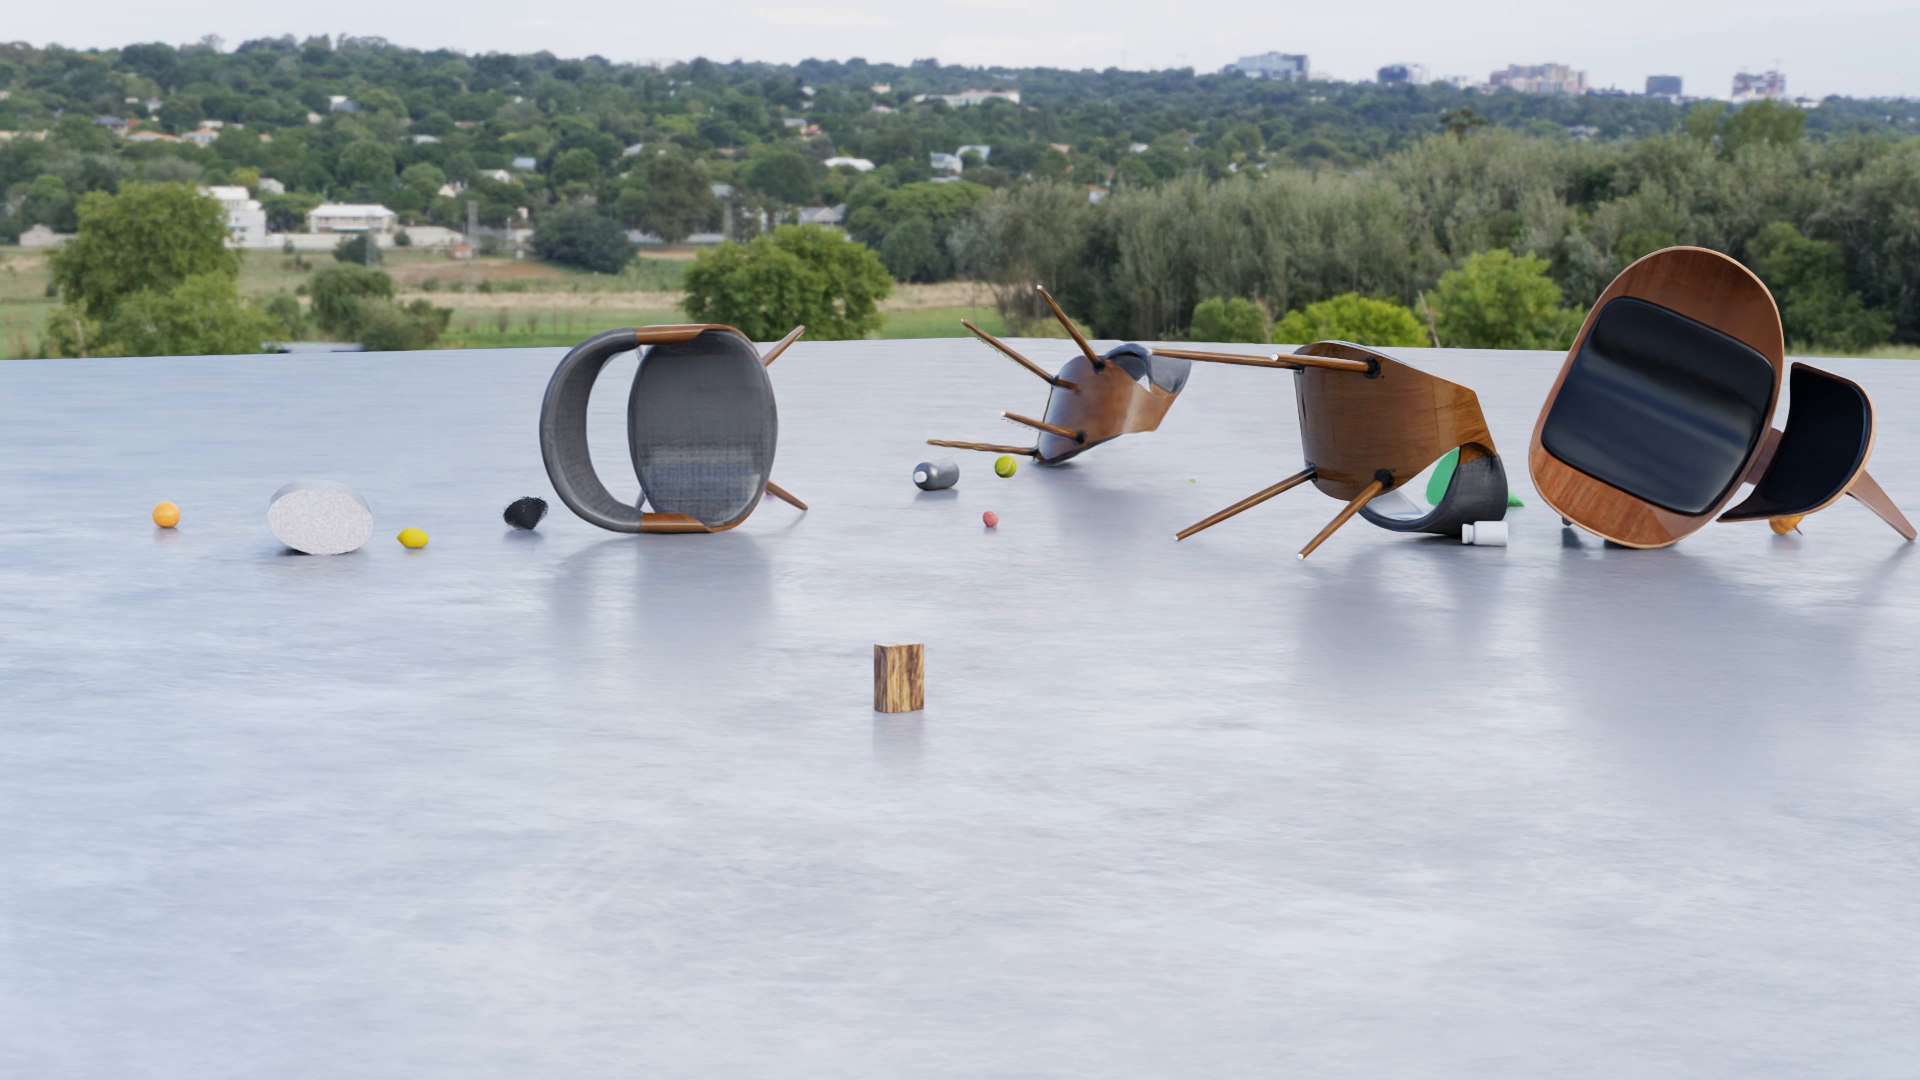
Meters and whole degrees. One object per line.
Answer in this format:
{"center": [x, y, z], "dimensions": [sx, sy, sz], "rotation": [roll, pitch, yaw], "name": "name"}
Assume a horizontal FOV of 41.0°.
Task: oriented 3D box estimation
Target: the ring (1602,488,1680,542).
{"center": [1.725, -0.062, 6.497], "dimensions": [0.184, 0.108, 0.483], "rotation": [1, 7, 23], "name": "ring"}

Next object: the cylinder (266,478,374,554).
{"center": [-1.551, -0.059, 6.219], "dimensions": [0.246, 0.154, 0.331], "rotation": [7, 4, -15], "name": "cylinder"}

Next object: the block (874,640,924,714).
{"center": [-0.093, 0.208, 3.898], "dimensions": [0.066, 0.102, 0.038], "rotation": [-4, 7, -33], "name": "block"}

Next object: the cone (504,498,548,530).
{"center": [-1.122, -0.048, 6.675], "dimensions": [0.119, 0.107, 0.067], "rotation": [-16, 50, -12], "name": "cone"}

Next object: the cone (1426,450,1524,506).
{"center": [1.505, -0.139, 7.357], "dimensions": [0.256, 0.159, 0.251], "rotation": [18, -17, -9], "name": "cone"}
